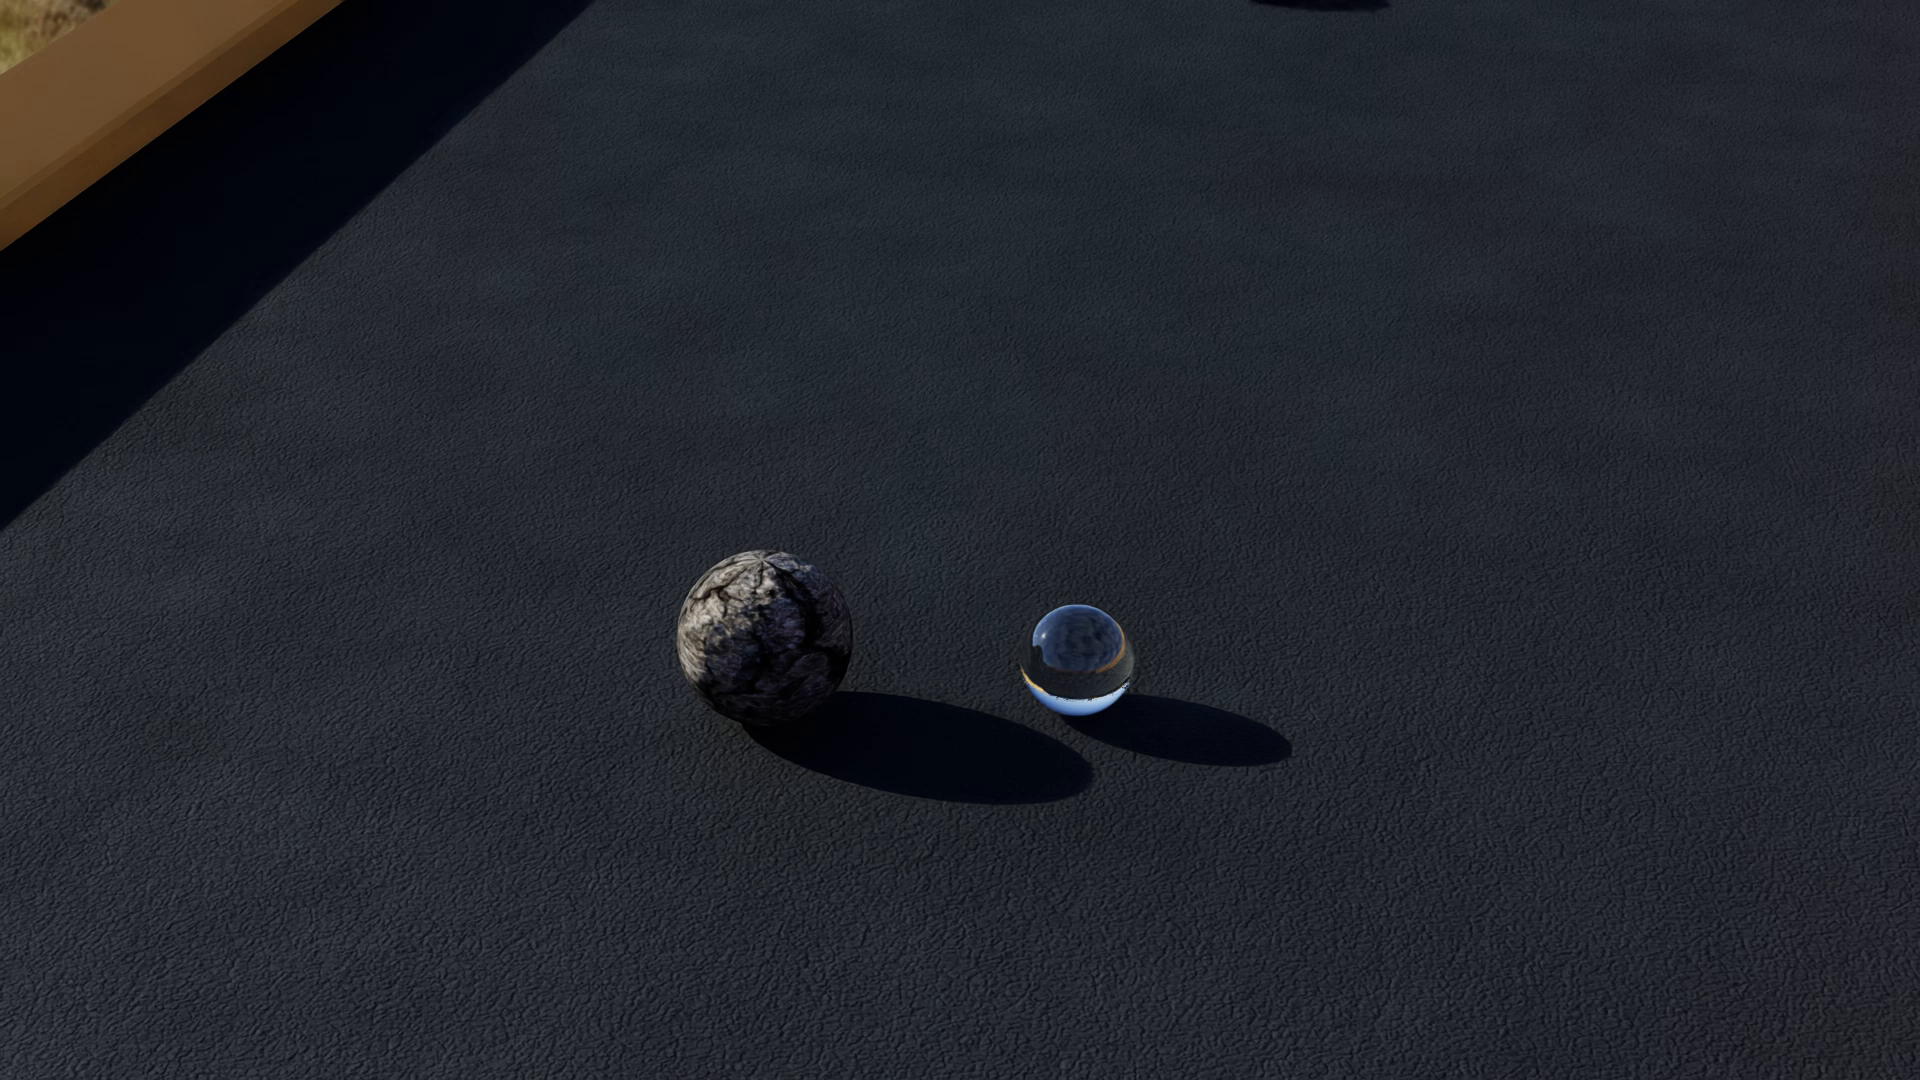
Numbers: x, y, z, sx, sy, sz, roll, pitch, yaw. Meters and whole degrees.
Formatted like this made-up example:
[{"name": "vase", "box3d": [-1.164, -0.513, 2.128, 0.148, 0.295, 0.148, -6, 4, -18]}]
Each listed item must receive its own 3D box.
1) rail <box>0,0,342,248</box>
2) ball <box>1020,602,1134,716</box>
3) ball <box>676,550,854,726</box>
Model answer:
[{"name": "rail", "box3d": [-0.625, -0.477, 2.621, 0.045, 0.127, 3.322, 6, 28, 11]}, {"name": "ball", "box3d": [0.066, 0.067, 1.643, 0.064, 0.064, 0.064, 0, 27, 0]}, {"name": "ball", "box3d": [-0.108, 0.054, 1.630, 0.098, 0.098, 0.098, 0, 27, 0]}]
